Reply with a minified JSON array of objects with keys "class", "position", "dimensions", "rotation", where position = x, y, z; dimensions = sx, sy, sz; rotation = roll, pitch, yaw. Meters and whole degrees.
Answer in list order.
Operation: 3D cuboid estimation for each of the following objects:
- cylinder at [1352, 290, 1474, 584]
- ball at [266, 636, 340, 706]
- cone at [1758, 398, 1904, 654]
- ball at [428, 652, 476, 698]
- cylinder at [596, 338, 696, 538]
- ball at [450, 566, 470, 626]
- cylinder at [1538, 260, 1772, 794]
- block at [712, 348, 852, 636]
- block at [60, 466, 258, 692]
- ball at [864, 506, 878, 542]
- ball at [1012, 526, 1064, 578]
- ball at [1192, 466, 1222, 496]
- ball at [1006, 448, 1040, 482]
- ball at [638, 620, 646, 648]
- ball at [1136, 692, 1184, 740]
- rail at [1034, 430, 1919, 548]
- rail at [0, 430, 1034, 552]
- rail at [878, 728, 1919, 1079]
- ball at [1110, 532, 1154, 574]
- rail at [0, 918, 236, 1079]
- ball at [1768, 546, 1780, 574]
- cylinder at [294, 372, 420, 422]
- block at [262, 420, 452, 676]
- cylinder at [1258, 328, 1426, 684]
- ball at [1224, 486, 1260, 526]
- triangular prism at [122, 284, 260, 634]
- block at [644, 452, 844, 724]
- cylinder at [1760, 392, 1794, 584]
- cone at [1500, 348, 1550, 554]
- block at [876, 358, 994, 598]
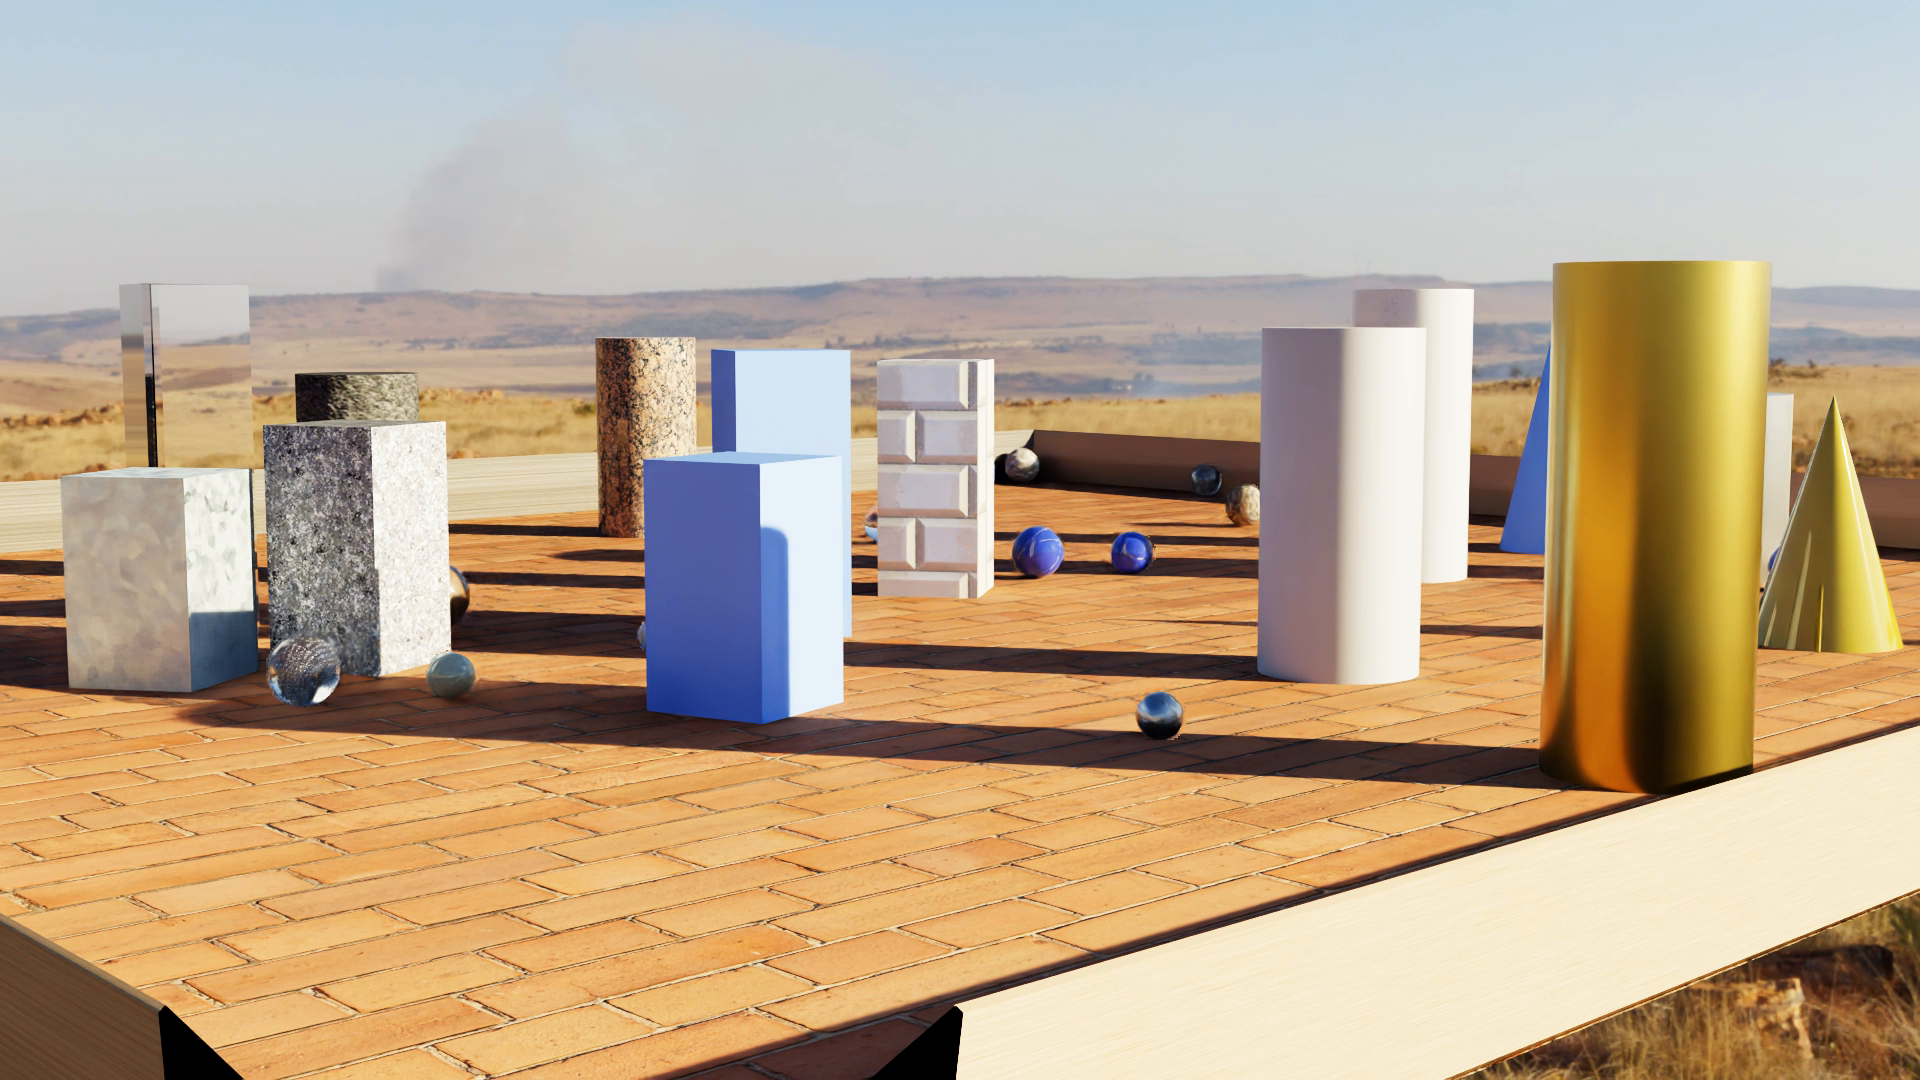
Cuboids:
[{"class":"cylinder","position":[0.752,-0.178,3.676],"dimensions":[0.197,0.479,0.197],"rotation":[0,6,0]},{"class":"ball","position":[-0.740,0.147,2.480],"dimensions":[0.080,0.080,0.080],"rotation":[0,6,0]},{"class":"cone","position":[1.165,-0.029,2.948],"dimensions":[0.197,0.333,0.197],"rotation":[0,6,0]},{"class":"ball","position":[-0.585,0.156,2.530],"dimensions":[0.053,0.053,0.053],"rotation":[0,6,0]},{"class":"cylinder","position":[-0.625,-0.208,4.389],"dimensions":[0.197,0.391,0.197],"rotation":[0,6,0]},{"class":"ball","position":[-0.732,0.078,3.063],"dimensions":[0.097,0.097,0.097],"rotation":[0,6,0]},{"class":"cylinder","position":[0.662,-0.018,2.101],"dimensions":[0.197,0.489,0.197],"rotation":[0,6,0]},{"class":"block","position":[-0.248,-0.067,3.043],"dimensions":[0.158,0.391,0.158],"rotation":[-2,6,-18]},{"class":"block","position":[-0.962,0.044,2.652],"dimensions":[0.158,0.251,0.158],"rotation":[1,6,11]},{"class":"ball","position":[-0.146,-0.031,4.218],"dimensions":[0.075,0.075,0.075],"rotation":[0,6,0]},{"class":"ball","position":[0.129,0.020,3.669],"dimensions":[0.086,0.086,0.086],"rotation":[0,6,0]},{"class":"ball","position":[0.594,-0.144,5.304],"dimensions":[0.074,0.074,0.074],"rotation":[0,6,0]},{"class":"ball","position":[0.162,-0.193,5.690],"dimensions":[0.090,0.090,0.090],"rotation":[0,6,0]},{"class":"ball","position":[-0.399,0.124,2.879],"dimensions":[0.045,0.045,0.045],"rotation":[0,6,0]},{"class":"ball","position":[0.208,0.183,2.286],"dimensions":[0.050,0.050,0.050],"rotation":[0,6,0]},{"class":"rail","position":[1.345,-0.095,4.566],"dimensions":[0.045,0.128,3.439],"rotation":[-5,8,-42]},{"class":"rail","position":[-1.150,-0.096,4.571],"dimensions":[3.707,0.128,0.045],"rotation":[-5,8,-42]},{"class":"rail","position":[1.150,0.163,2.092],"dimensions":[3.707,0.128,0.045],"rotation":[-5,8,-42]},{"class":"ball","position":[0.291,0.021,3.724],"dimensions":[0.073,0.073,0.073],"rotation":[0,6,0]},{"class":"rail","position":[-1.345,0.162,2.098],"dimensions":[0.045,0.128,3.439],"rotation":[-5,8,-42]},{"class":"ball","position":[1.328,0.042,3.502],"dimensions":[0.079,0.079,0.079],"rotation":[0,6,0]},{"class":"cylinder","position":[-1.000,-0.107,3.664],"dimensions":[0.197,0.341,0.197],"rotation":[0,6,0]},{"class":"block","position":[-0.756,0.005,2.767],"dimensions":[0.158,0.304,0.158],"rotation":[2,6,20]},{"class":"cylinder","position":[0.468,-0.048,2.701],"dimensions":[0.197,0.423,0.197],"rotation":[0,6,0]},{"class":"ball","position":[0.591,-0.071,4.555],"dimensions":[0.085,0.085,0.085],"rotation":[0,6,0]},{"class":"triangular prism","position":[-1.030,-0.104,2.972],"dimensions":[0.148,0.479,0.171],"rotation":[-3,7,-30]},{"class":"block","position":[-0.241,0.048,2.467],"dimensions":[0.158,0.281,0.158],"rotation":[3,7,30]},{"class":"cylinder","position":[1.276,-0.090,3.660],"dimensions":[0.197,0.307,0.197],"rotation":[0,6,0]},{"class":"cone","position":[1.109,-0.209,4.087],"dimensions":[0.197,0.456,0.197],"rotation":[0,6,0]},{"class":"block","position":[-0.037,-0.101,3.482],"dimensions":[0.158,0.367,0.158],"rotation":[1,6,10]}]
